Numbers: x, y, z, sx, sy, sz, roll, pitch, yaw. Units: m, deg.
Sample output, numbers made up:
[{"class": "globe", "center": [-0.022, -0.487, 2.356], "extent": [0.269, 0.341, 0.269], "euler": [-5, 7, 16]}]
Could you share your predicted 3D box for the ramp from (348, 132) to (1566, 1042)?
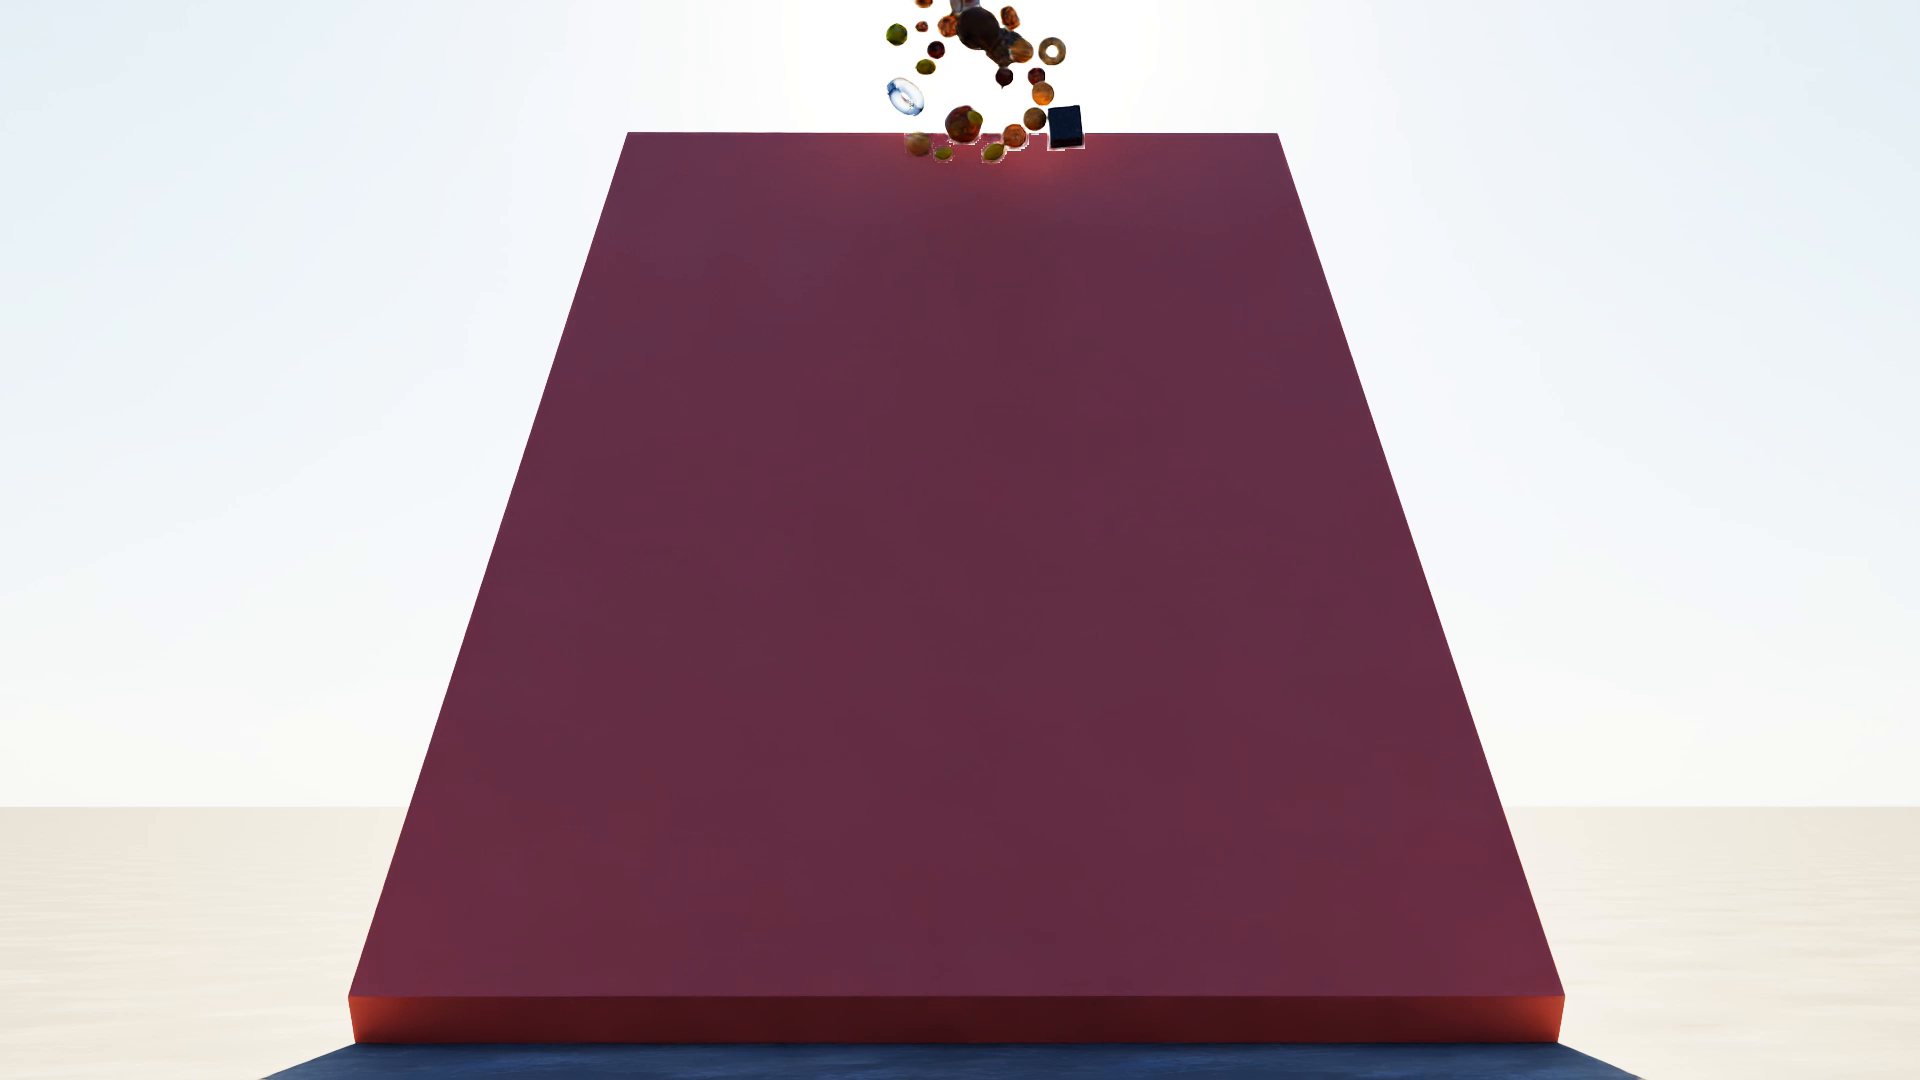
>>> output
[{"class": "ramp", "center": [-0.013, -0.209, 5.723], "extent": [2.000, 0.100, 4.000], "euler": [0, 30, 0]}]

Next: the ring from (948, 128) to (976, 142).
[{"class": "ring", "center": [0.006, -1.235, 7.368], "extent": [0.084, 0.028, 0.084], "euler": [1, 31, -1]}]

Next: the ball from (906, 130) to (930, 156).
[{"class": "ball", "center": [-0.125, -1.188, 7.237], "extent": [0.077, 0.077, 0.077], "euler": [0, -6, 0]}]

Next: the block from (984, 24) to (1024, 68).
[{"class": "block", "center": [0.135, -1.495, 7.322], "extent": [0.082, 0.082, 0.082], "euler": [-32, -31, -30]}]

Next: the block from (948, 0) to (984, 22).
[{"class": "block", "center": [0.014, -1.636, 7.339], "extent": [0.083, 0.083, 0.083], "euler": [-18, -14, 13]}]

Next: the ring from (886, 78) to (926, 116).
[{"class": "ring", "center": [-0.159, -1.303, 7.099], "extent": [0.131, 0.131, 0.044], "euler": [5, -32, -40]}]

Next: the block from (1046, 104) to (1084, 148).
[{"class": "block", "center": [0.302, -1.189, 6.952], "extent": [0.096, 0.096, 0.096], "euler": [-6, -6, 1]}]
